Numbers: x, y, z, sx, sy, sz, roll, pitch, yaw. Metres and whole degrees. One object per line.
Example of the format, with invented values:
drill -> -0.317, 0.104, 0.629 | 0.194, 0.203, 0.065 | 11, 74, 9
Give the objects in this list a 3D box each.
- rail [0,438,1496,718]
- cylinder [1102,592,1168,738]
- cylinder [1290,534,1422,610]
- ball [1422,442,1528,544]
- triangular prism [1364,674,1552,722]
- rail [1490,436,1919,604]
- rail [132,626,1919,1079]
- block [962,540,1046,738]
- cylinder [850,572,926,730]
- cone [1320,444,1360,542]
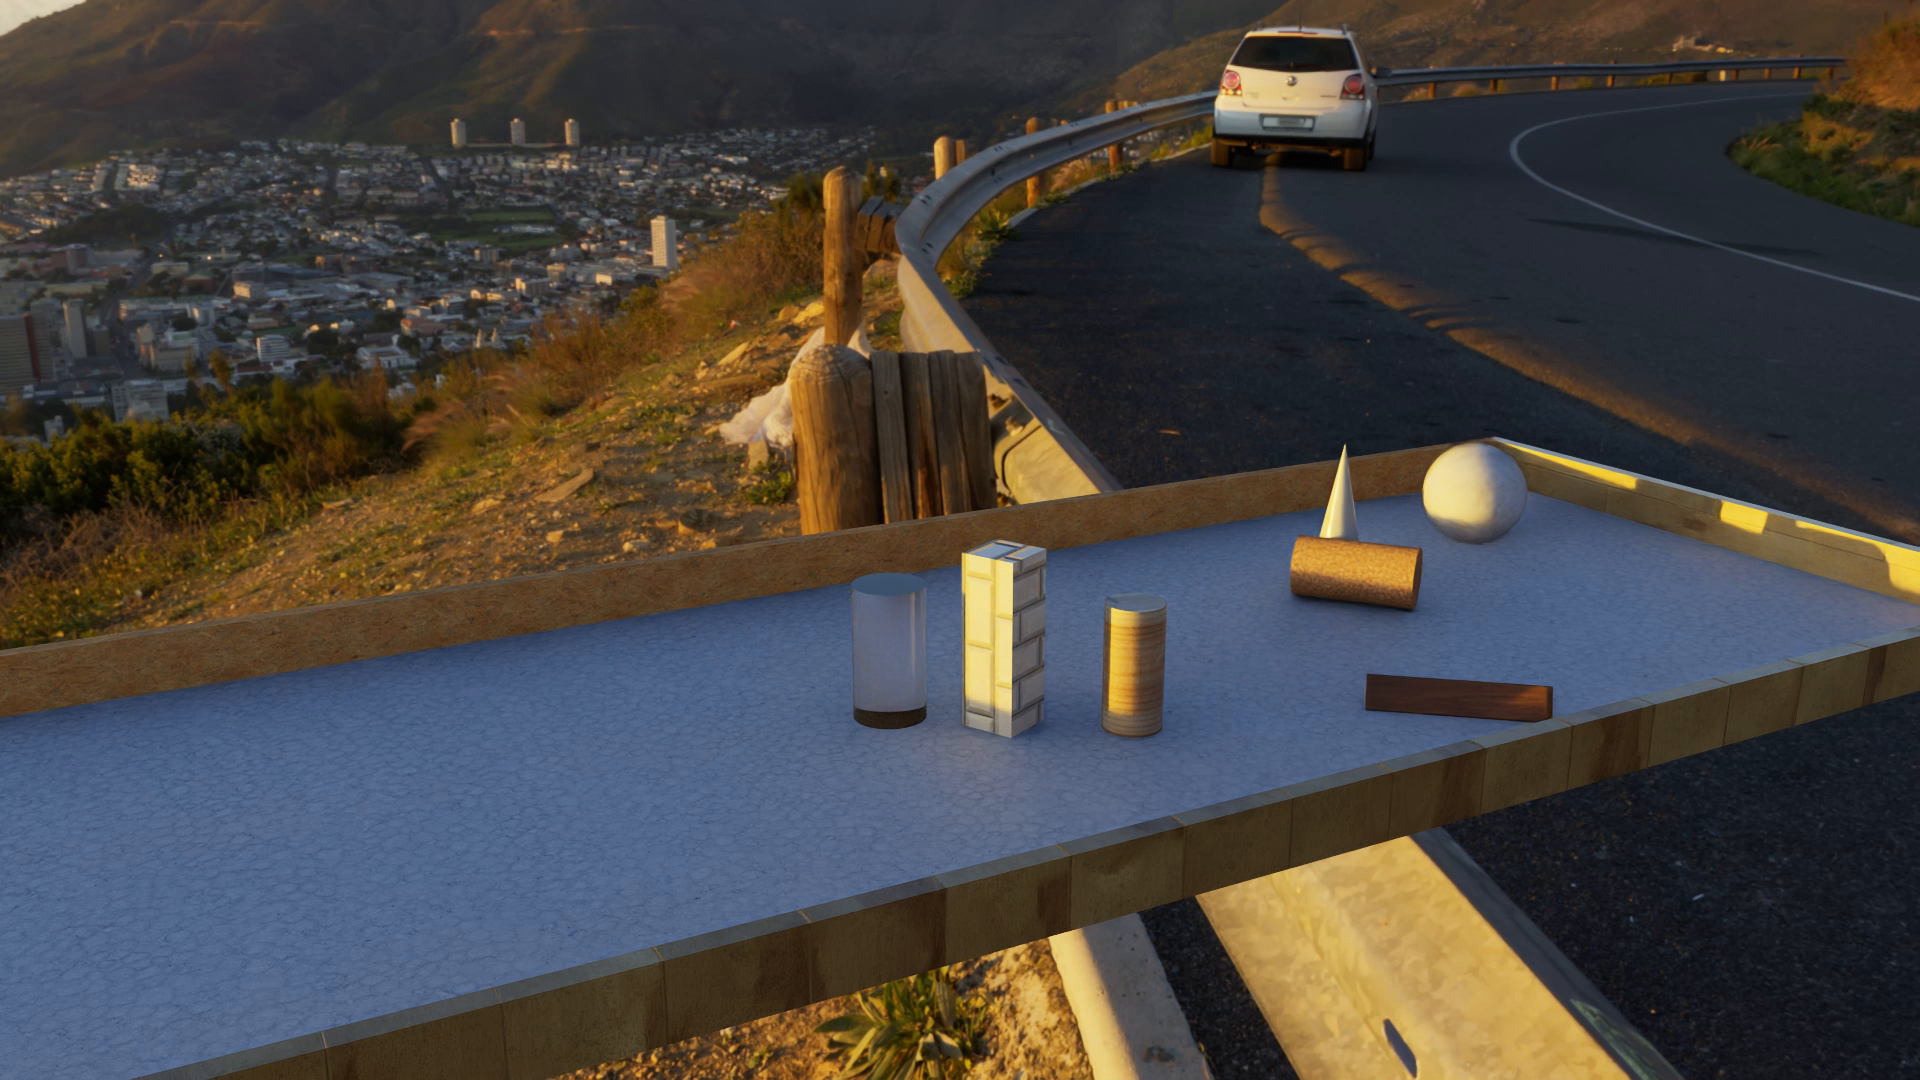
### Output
rail -> -3.305, 0.497, 3.399 | 12.000, 0.150, 0.050 | -9, 18, -27
cylinder -> 0.403, 0.289, 3.828 | 0.144, 0.307, 0.144 | 0, 16, 0
cylinder -> 1.138, 0.090, 4.736 | 0.342, 0.175, 0.175 | 7, 18, 22
ball -> 1.652, -0.151, 5.296 | 0.322, 0.322, 0.322 | 0, 16, 0
triangular prism -> 1.192, 0.371, 3.951 | 0.428, 0.076, 0.087 | 3, 17, 11
rail -> 2.466, -0.048, 5.253 | 0.050, 0.150, 2.100 | -9, 18, -27
rail -> -2.336, 1.006, 1.665 | 12.000, 0.150, 0.050 | -9, 18, -27
block -> 0.102, 0.227, 3.835 | 0.139, 0.421, 0.139 | 11, 20, 34
cylinder -> -0.167, 0.260, 3.888 | 0.176, 0.328, 0.176 | 0, 16, 0
cone -> 1.124, -0.080, 4.870 | 0.168, 0.427, 0.168 | 0, 16, 0
